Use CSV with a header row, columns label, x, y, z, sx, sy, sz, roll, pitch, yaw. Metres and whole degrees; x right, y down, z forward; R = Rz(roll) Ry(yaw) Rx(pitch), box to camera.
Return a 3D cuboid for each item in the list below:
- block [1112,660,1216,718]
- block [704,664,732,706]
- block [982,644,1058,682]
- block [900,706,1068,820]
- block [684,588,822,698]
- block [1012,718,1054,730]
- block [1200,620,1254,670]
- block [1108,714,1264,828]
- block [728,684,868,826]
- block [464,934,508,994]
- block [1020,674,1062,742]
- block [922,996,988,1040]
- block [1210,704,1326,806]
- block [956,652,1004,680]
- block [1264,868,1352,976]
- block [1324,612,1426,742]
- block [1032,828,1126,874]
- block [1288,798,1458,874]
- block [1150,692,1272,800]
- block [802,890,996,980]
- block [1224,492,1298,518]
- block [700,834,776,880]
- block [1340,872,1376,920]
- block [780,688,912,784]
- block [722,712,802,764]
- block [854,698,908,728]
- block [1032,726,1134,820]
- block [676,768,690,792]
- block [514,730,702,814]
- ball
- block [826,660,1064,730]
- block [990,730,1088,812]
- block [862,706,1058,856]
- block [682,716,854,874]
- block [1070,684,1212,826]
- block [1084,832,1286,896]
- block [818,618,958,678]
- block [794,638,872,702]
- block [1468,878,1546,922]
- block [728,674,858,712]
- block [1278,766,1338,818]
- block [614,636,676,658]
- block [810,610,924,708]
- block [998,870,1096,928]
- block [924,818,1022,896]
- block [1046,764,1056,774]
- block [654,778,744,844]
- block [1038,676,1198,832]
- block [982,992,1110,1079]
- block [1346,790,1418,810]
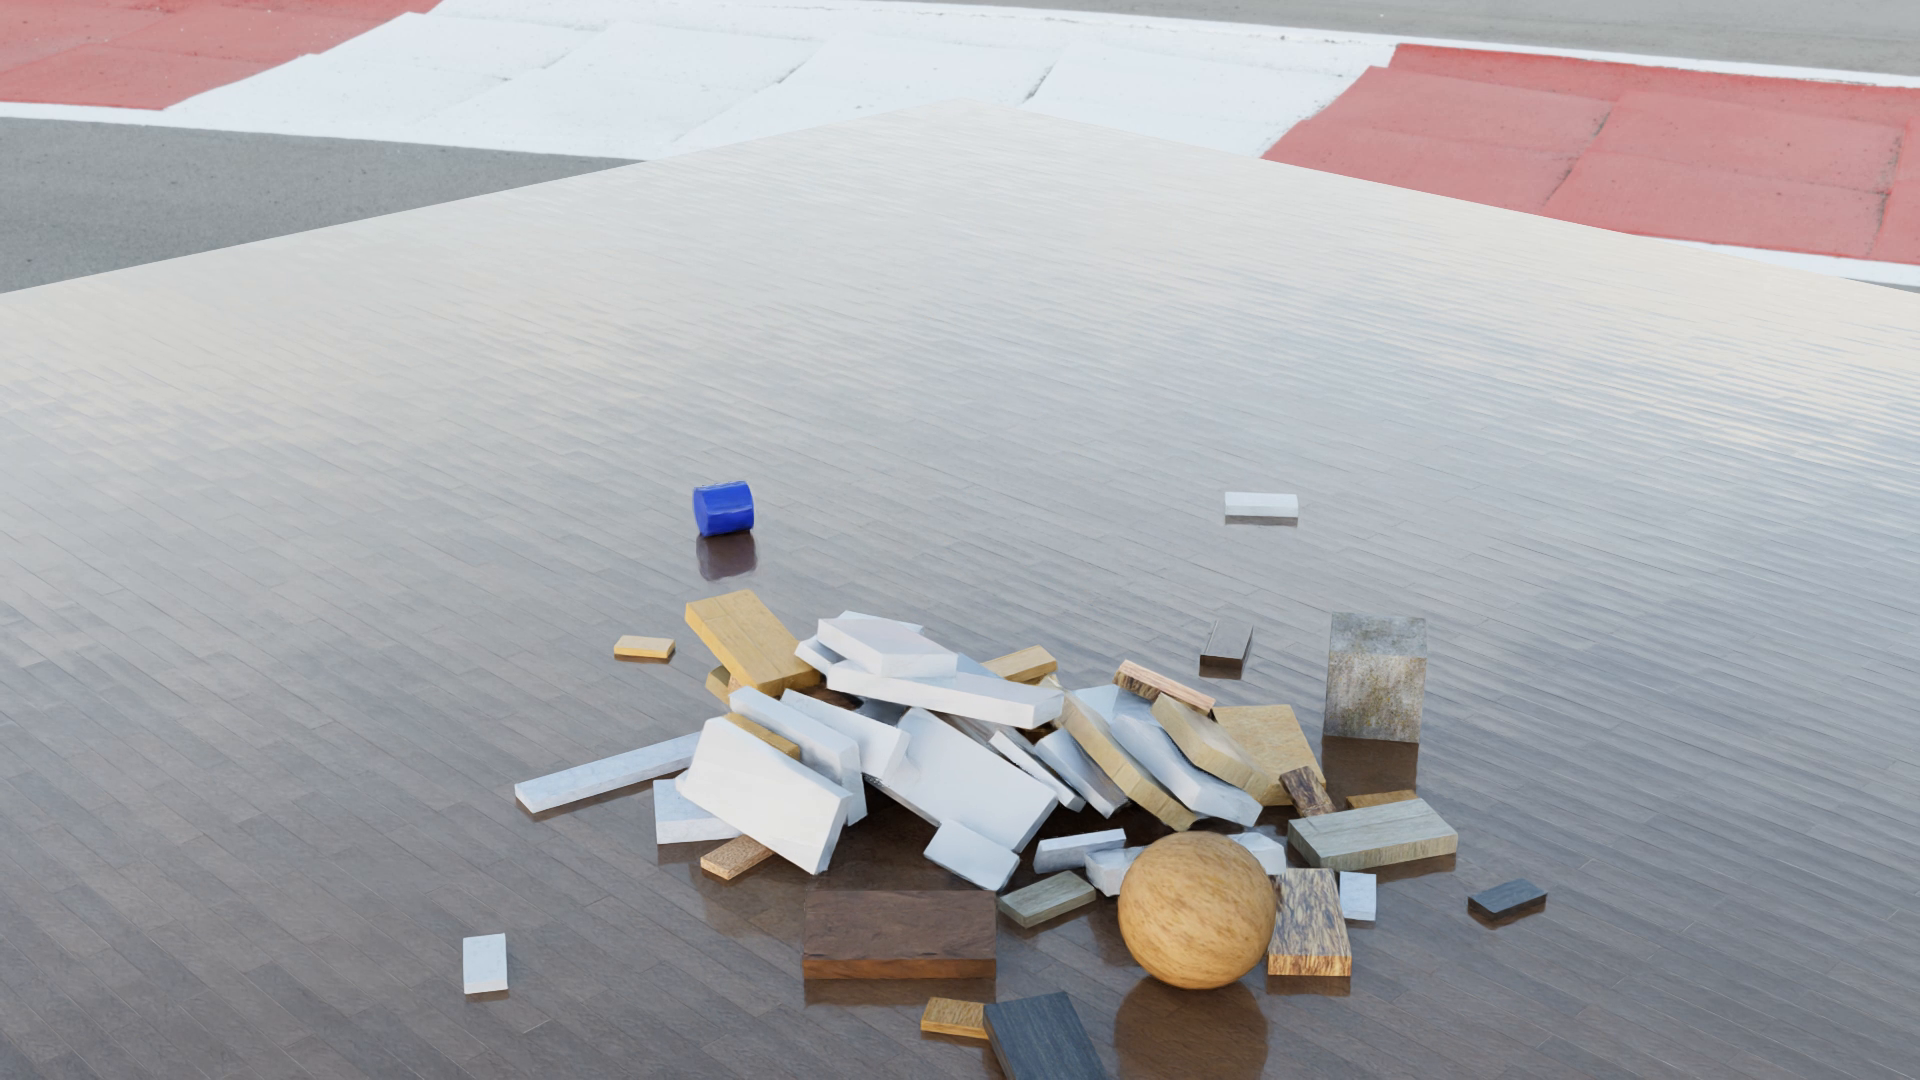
label,x,y,z,sx,sy,sz,roll,pitch,yaw
block,0.448,0.332,4.826,0.219,0.031,0.109,24,15,10
block,-0.377,0.358,4.710,0.313,0.044,0.157,36,40,22
block,0.116,0.292,4.956,0.185,0.026,0.093,-17,25,-17
block,0.060,0.438,4.470,0.351,0.050,0.175,39,35,22
block,-0.445,0.221,4.712,0.157,0.044,0.313,-13,39,-32
block,0.116,0.363,4.765,0.185,0.026,0.093,3,40,16
block,0.625,0.245,5.149,0.097,0.027,0.193,6,24,13
block,0.449,0.459,4.400,0.165,0.047,0.329,20,12,-32
block,-0.326,0.429,4.401,0.049,0.171,0.343,-28,35,-35
block,-0.852,0.759,3.945,0.074,0.021,0.149,-5,23,-11
block,0.177,0.370,4.850,0.109,0.031,0.259,-3,23,-7
block,0.030,0.827,3.786,0.183,0.020,0.072,5,24,12
block,0.646,0.451,4.636,0.173,0.049,0.346,-2,23,-4
block,0.039,0.327,4.862,0.185,0.026,0.093,30,60,32
block,0.630,0.701,4.055,0.147,0.042,0.294,1,23,2
block,0.906,0.297,4.800,0.203,0.203,0.203,4,23,9
block,0.230,0.600,4.238,0.168,0.084,0.024,-6,52,-15
block,0.812,0.584,4.332,0.294,0.042,0.147,-7,24,-16
block,0.509,0.418,4.496,0.165,0.047,0.329,29,7,-16
block,-0.107,0.711,3.973,0.343,0.049,0.171,0,36,0
block,0.815,-0.096,5.952,0.194,0.027,0.097,2,23,5
block,-0.426,0.612,4.292,0.074,0.021,0.149,18,29,36
block,0.750,0.672,4.153,0.067,0.019,0.134,4,23,9
block,-0.248,0.390,4.417,0.029,0.103,0.406,31,-11,-38
block,-0.397,0.429,4.414,0.030,0.104,0.209,-27,34,-37
block,-0.058,0.445,4.477,0.351,0.050,0.175,35,35,17
block,0.250,0.466,4.410,0.206,0.029,0.103,42,28,17
block,-0.458,0.497,4.428,0.209,0.030,0.104,13,26,29
block,-0.689,0.477,4.606,0.480,0.025,0.088,-14,27,-30
ball,0.417,0.650,3.872,0.278,0.278,0.278,0,23,0
block,-0.030,0.303,4.439,0.448,0.047,0.167,9,10,22
block,0.156,0.461,4.377,0.206,0.029,0.103,39,1,22
block,-0.001,0.484,4.325,0.351,0.050,0.175,30,68,23
block,-0.377,0.496,4.283,0.335,0.167,0.047,27,17,25
block,0.407,0.442,4.656,0.173,0.049,0.525,-7,24,-17
block,0.424,0.612,4.167,0.346,0.049,0.173,-6,3,-9
block,-0.154,0.223,4.562,0.167,0.047,0.335,2,10,-26
block,-0.239,0.277,4.640,0.209,0.030,0.104,33,15,17
block,1.031,0.677,4.141,0.134,0.019,0.067,-13,26,-28
block,-0.325,0.359,4.657,0.313,0.044,0.157,38,41,23
block,0.704,0.520,4.435,0.067,0.019,0.134,-15,50,-16
block,-0.738,0.249,5.150,0.128,0.018,0.064,4,23,10
block,-0.208,0.296,4.817,0.193,0.193,0.193,11,25,23
block,0.165,0.675,4.139,0.168,0.024,0.084,-16,28,-33
block,0.023,0.606,4.203,0.168,0.024,0.084,25,70,25
block,0.262,0.474,4.494,0.194,0.027,0.097,25,18,-15
block,-0.442,0.535,4.438,0.343,0.049,0.171,-4,23,-8
block,0.309,0.431,4.472,0.165,0.047,0.489,37,4,-29
block,0.150,0.866,3.636,0.147,0.042,0.294,-7,28,-15
block,0.863,0.540,4.462,0.143,0.020,0.072,-5,23,-11
